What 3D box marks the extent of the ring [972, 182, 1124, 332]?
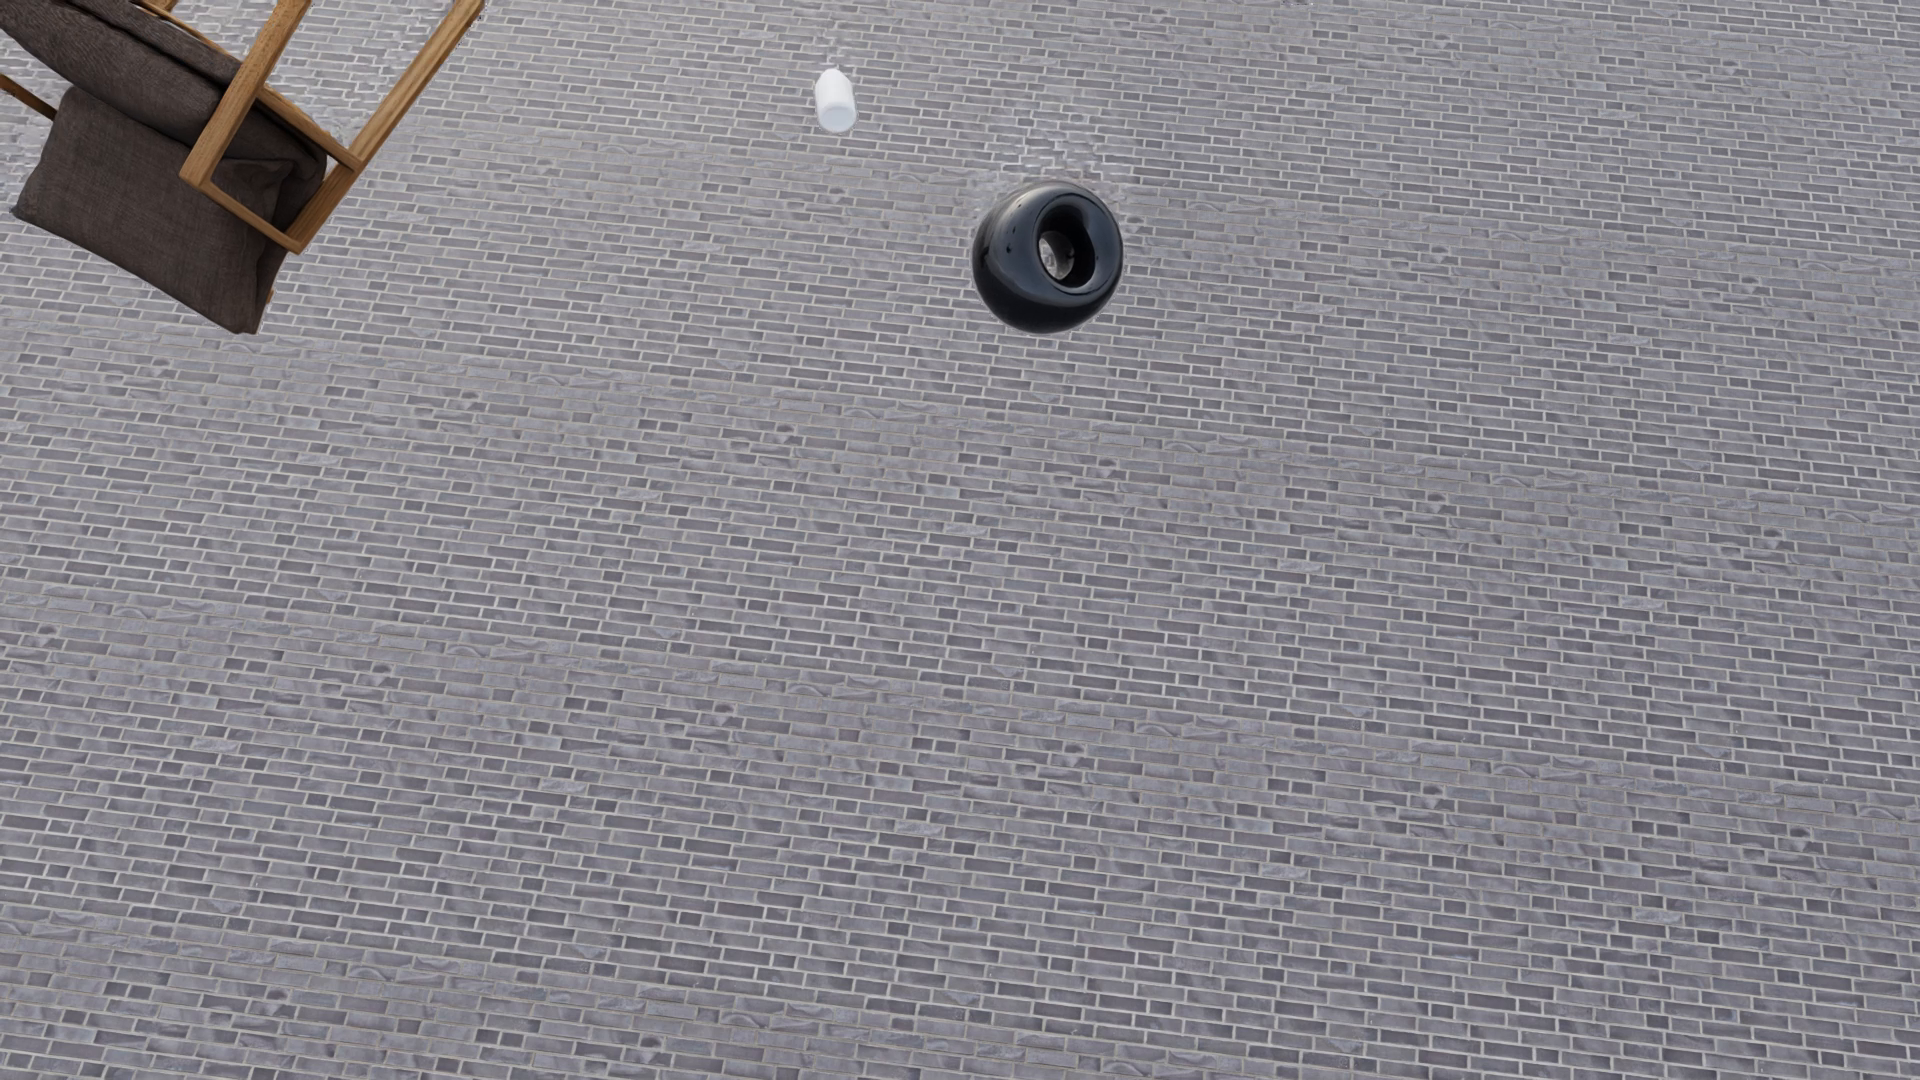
[{"bbox_3d":[0.146,-0.468,3.638,0.269,0.150,0.248,-42,106,-31],"label":"ring"}]
